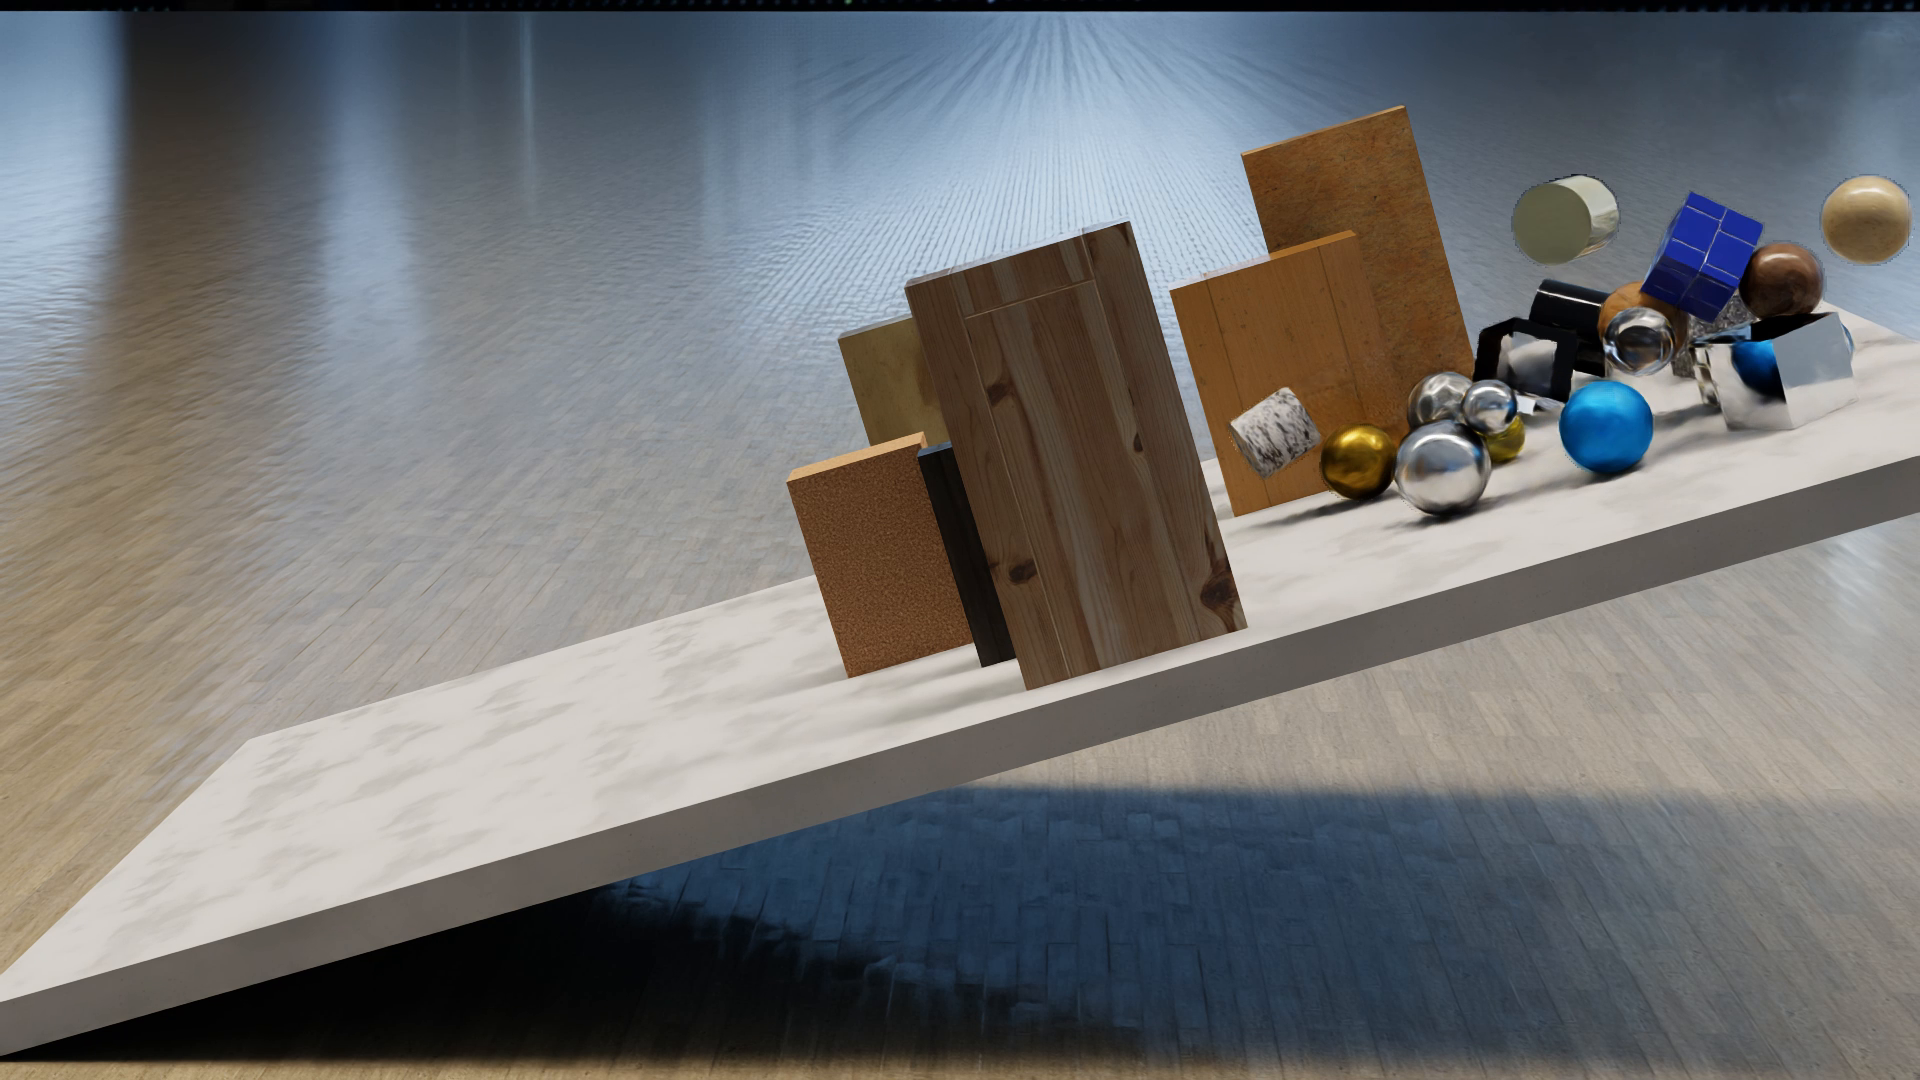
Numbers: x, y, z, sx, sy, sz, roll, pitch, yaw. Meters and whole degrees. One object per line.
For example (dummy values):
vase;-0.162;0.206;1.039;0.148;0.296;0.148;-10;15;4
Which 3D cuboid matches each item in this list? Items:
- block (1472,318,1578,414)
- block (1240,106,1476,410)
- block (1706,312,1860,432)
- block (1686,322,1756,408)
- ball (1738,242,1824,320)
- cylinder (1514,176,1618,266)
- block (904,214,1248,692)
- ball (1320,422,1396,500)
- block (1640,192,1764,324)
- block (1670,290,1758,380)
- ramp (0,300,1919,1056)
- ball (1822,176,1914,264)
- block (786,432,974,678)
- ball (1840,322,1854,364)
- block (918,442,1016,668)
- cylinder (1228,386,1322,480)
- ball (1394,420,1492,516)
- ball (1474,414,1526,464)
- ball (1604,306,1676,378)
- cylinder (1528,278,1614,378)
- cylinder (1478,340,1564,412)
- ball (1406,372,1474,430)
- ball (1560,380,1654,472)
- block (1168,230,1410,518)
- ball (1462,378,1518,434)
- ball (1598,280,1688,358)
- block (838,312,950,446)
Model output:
block;1.244;-0.383;6.489;0.158;0.158;0.158;13;-11;-16
block;0.920;-0.576;6.678;0.376;0.733;0.091;-16;10;5
block;1.612;-0.329;5.767;0.182;0.182;0.182;-22;11;-26
block;1.610;-0.361;6.070;0.138;0.138;0.138;-19;10;-11
ball;1.656;-0.517;5.931;0.167;0.167;0.167;0;11;0
cylinder;1.194;-0.630;5.793;0.159;0.159;0.159;6;15;30
block;0.217;-0.160;5.441;0.426;0.782;0.138;-16;10;5
ball;0.844;-0.167;6.217;0.164;0.164;0.164;0;11;0
block;1.505;-0.573;5.972;0.161;0.161;0.161;26;-22;5
block;1.649;-0.453;6.456;0.155;0.155;0.155;-18;10;-7
ramp;0.093;0.186;6.318;4.000;0.100;2.000;-16;10;5
ball;1.903;-0.672;6.171;0.185;0.185;0.185;0;11;0
block;-0.152;0.030;6.054;0.284;0.427;0.150;-16;10;5
ball;1.734;-0.383;5.956;0.148;0.148;0.148;0;11;0
block;0.161;-0.015;5.749;0.374;0.436;0.089;-16;10;5
cylinder;0.665;-0.225;6.212;0.143;0.143;0.143;-34;14;-2
ball;0.955;-0.144;5.827;0.192;0.192;0.192;0;11;0
ball;1.128;-0.220;6.170;0.117;0.117;0.117;0;11;0
ball;1.353;-0.395;5.857;0.142;0.142;0.142;0;11;0
cylinder;1.413;-0.485;6.735;0.190;0.190;0.190;16;16;21
cylinder;1.268;-0.363;6.654;0.139;0.139;0.139;-19;15;-12
ball;1.058;-0.283;6.410;0.170;0.170;0.170;0;11;0
ball;1.267;-0.222;5.764;0.181;0.181;0.181;0;11;0
block;0.731;-0.366;6.462;0.419;0.521;0.135;-16;10;5
ball;1.045;-0.263;5.802;0.111;0.111;0.111;0;11;0
ball;1.416;-0.446;6.099;0.184;0.184;0.184;0;11;0
block;-0.060;-0.256;7.034;0.303;0.574;0.127;-16;10;5
